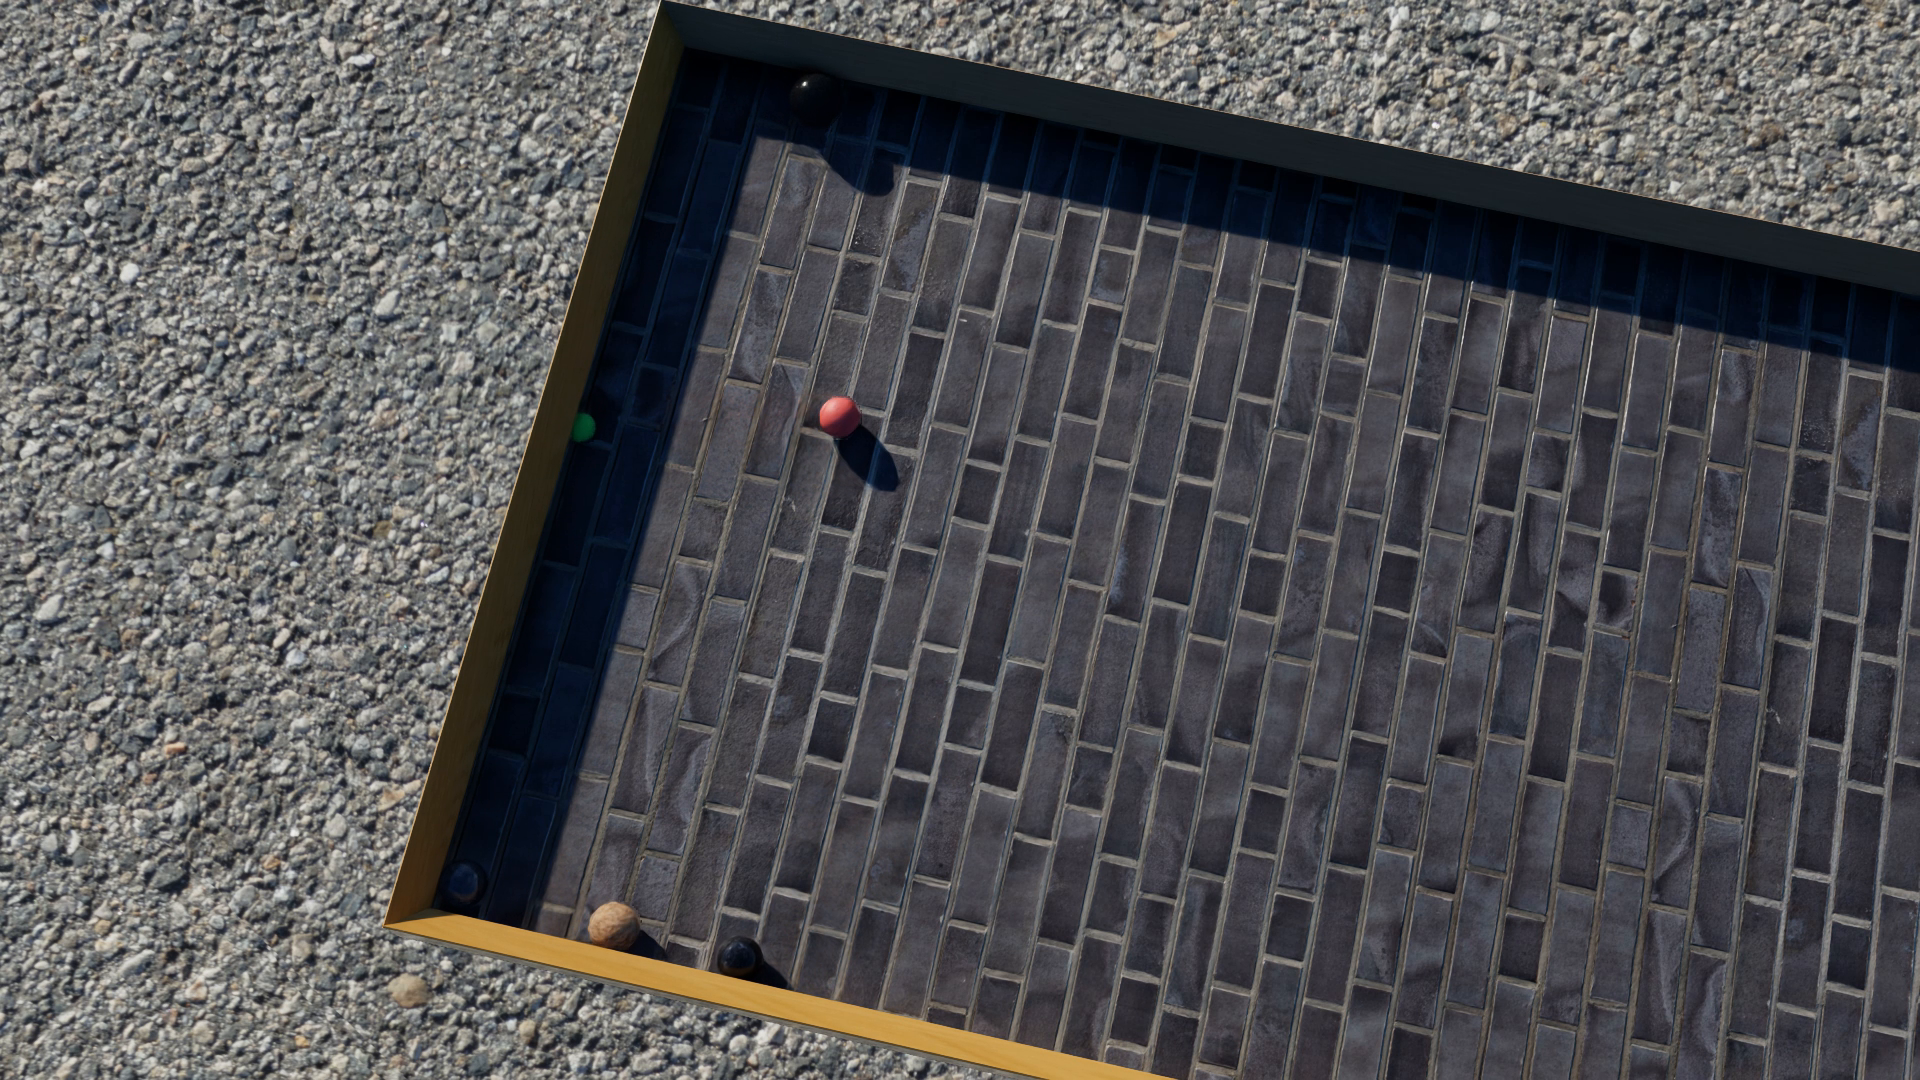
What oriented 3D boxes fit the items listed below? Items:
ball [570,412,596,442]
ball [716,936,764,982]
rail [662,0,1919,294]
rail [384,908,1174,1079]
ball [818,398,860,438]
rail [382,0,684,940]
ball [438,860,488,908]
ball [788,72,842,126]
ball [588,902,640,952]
[{"bbox_3d":[-0.593,-0.177,3.450,0.046,0.046,0.046,0,73,0],"label":"ball"},{"bbox_3d":[-0.320,0.610,3.196,0.069,0.069,0.069,0,73,0],"label":"ball"},{"bbox_3d":[0.819,-0.560,3.532,2.688,0.112,0.045,12,73,4],"label":"rail"},{"bbox_3d":[0.492,0.828,3.105,2.688,0.112,0.045,12,73,4],"label":"rail"},{"bbox_3d":[-0.190,-0.192,3.446,0.063,0.063,0.063,0,73,0],"label":"ball"},{"bbox_3d":[-0.633,-0.143,3.404,0.045,0.112,1.536,12,73,4],"label":"rail"},{"bbox_3d":[-0.729,0.505,3.228,0.071,0.071,0.071,0,73,0],"label":"ball"},{"bbox_3d":[-0.237,-0.720,3.596,0.086,0.086,0.086,0,73,0],"label":"ball"},{"bbox_3d":[-0.505,0.566,3.207,0.074,0.074,0.074,0,73,0],"label":"ball"}]
